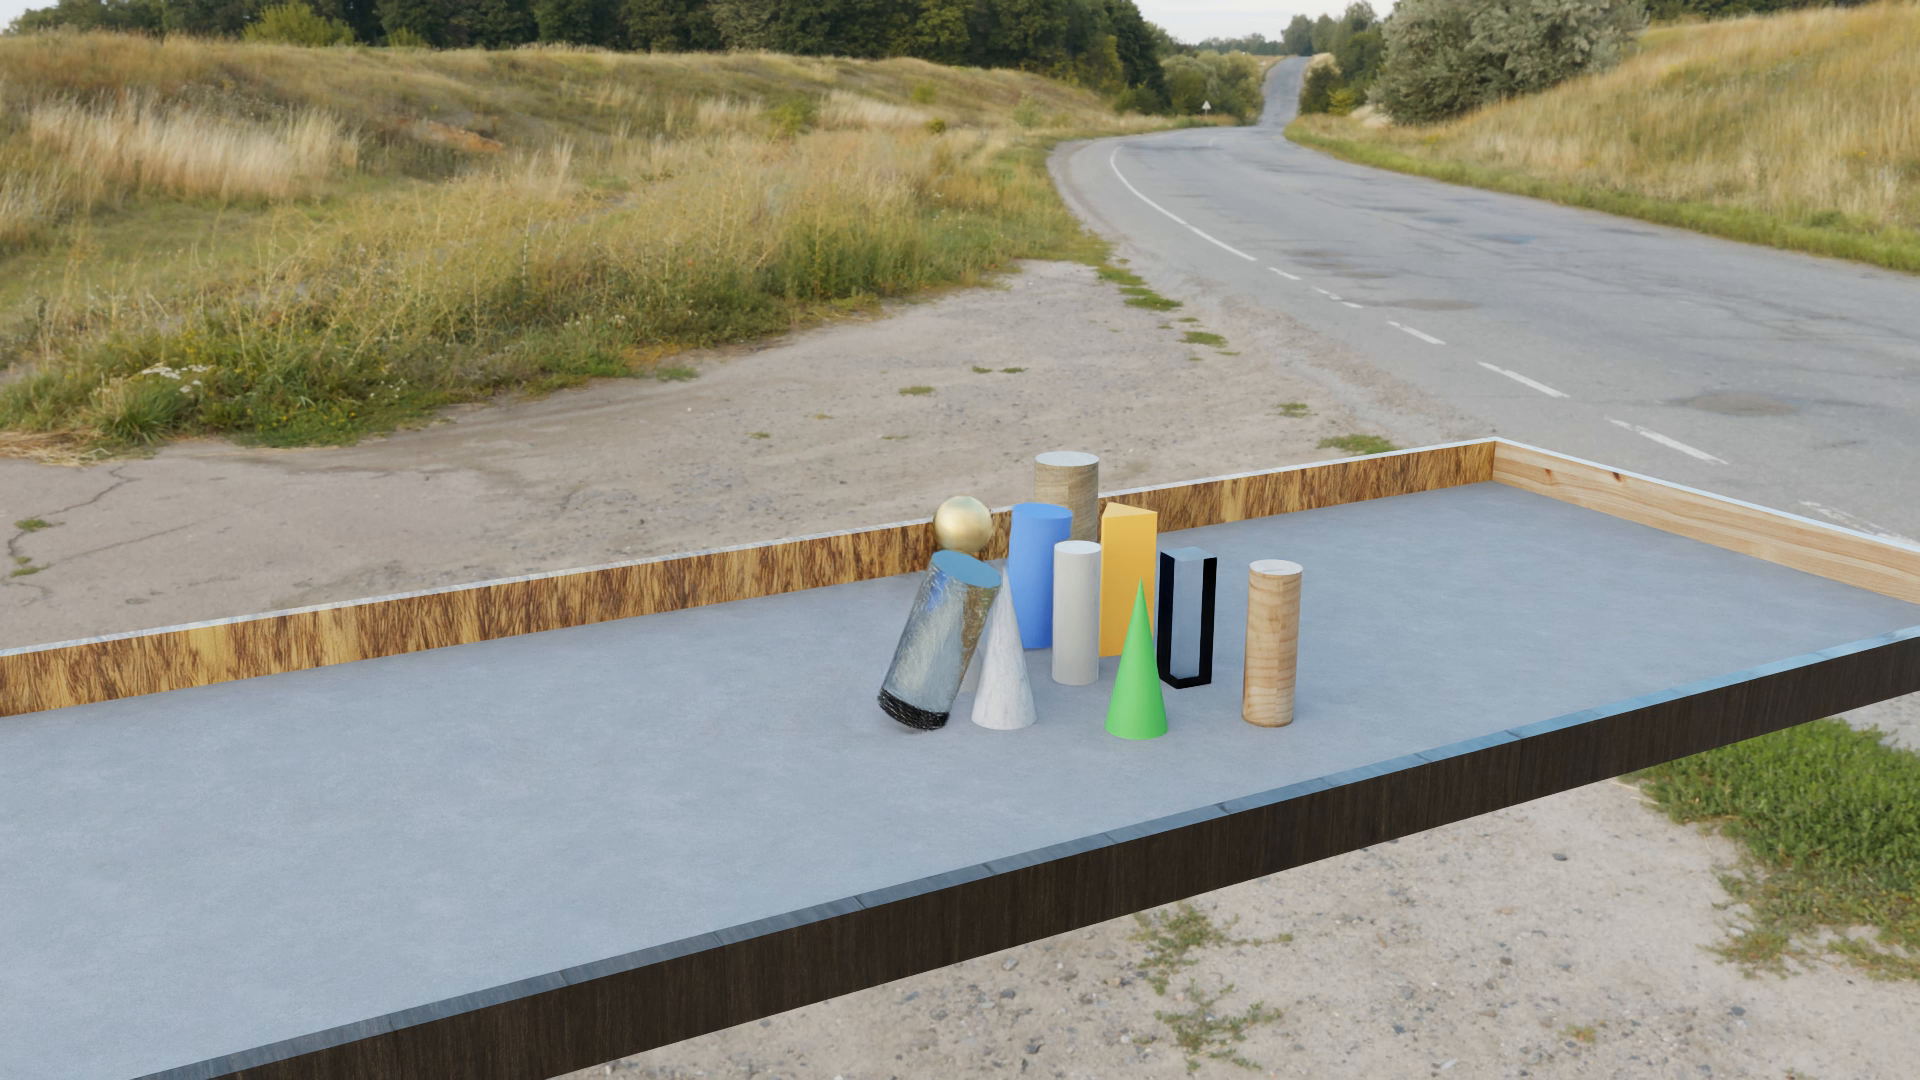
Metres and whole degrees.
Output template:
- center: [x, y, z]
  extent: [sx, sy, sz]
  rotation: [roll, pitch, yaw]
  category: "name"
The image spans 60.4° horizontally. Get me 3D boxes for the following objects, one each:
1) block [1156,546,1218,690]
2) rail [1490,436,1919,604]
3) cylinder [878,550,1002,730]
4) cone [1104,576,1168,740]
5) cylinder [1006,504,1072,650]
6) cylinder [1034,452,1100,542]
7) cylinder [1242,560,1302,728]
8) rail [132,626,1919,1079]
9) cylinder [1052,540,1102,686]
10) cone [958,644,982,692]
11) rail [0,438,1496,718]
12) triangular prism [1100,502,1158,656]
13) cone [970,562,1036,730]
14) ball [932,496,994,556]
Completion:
- center: [0.563, 0.193, 4.109]
  extent: [0.101, 0.331, 0.101]
  rotation: [-7, 18, -23]
  category: "block"
- center: [2.466, -0.048, 5.253]
  extent: [0.050, 0.150, 2.100]
  rotation: [-9, 18, -27]
  category: "rail"
- center: [-0.049, 0.232, 3.825]
  extent: [0.171, 0.381, 0.171]
  rotation: [19, 20, -7]
  category: "cylinder"
- center: [0.413, 0.260, 3.811]
  extent: [0.148, 0.372, 0.148]
  rotation: [0, 16, 0]
  category: "cone"
- center: [0.203, 0.095, 4.379]
  extent: [0.159, 0.356, 0.159]
  rotation: [5, 16, -1]
  category: "cylinder"
- center: [0.295, -0.013, 4.616]
  extent: [0.178, 0.441, 0.178]
  rotation: [0, 16, 0]
  category: "cylinder"
- center: [0.731, 0.242, 3.866]
  extent: [0.122, 0.374, 0.122]
  rotation: [0, 16, 0]
  category: "cylinder"
- center: [-2.336, 1.006, 1.665]
  extent: [12.000, 0.150, 0.050]
  rotation: [-9, 18, -27]
  category: "rail"
- center: [0.292, 0.182, 4.128]
  extent: [0.118, 0.343, 0.118]
  rotation: [0, 16, 0]
  category: "cylinder"
- center: [-0.011, 0.206, 4.110]
  extent: [0.161, 0.308, 0.161]
  rotation: [0, 16, 0]
  category: "cone"
- center: [-3.305, 0.497, 3.399]
  extent: [12.000, 0.150, 0.050]
  rotation: [-9, 18, -27]
  category: "rail"
- center: [0.417, 0.100, 4.345]
  extent: [0.153, 0.378, 0.132]
  rotation: [-5, 17, -18]
  category: "triangular prism"
- center: [0.104, 0.235, 3.870]
  extent: [0.157, 0.386, 0.157]
  rotation: [0, 16, 0]
  category: "cone"
- center: [0.008, -0.041, 4.791]
  extent: [0.177, 0.177, 0.177]
  rotation: [0, 16, 0]
  category: "ball"
